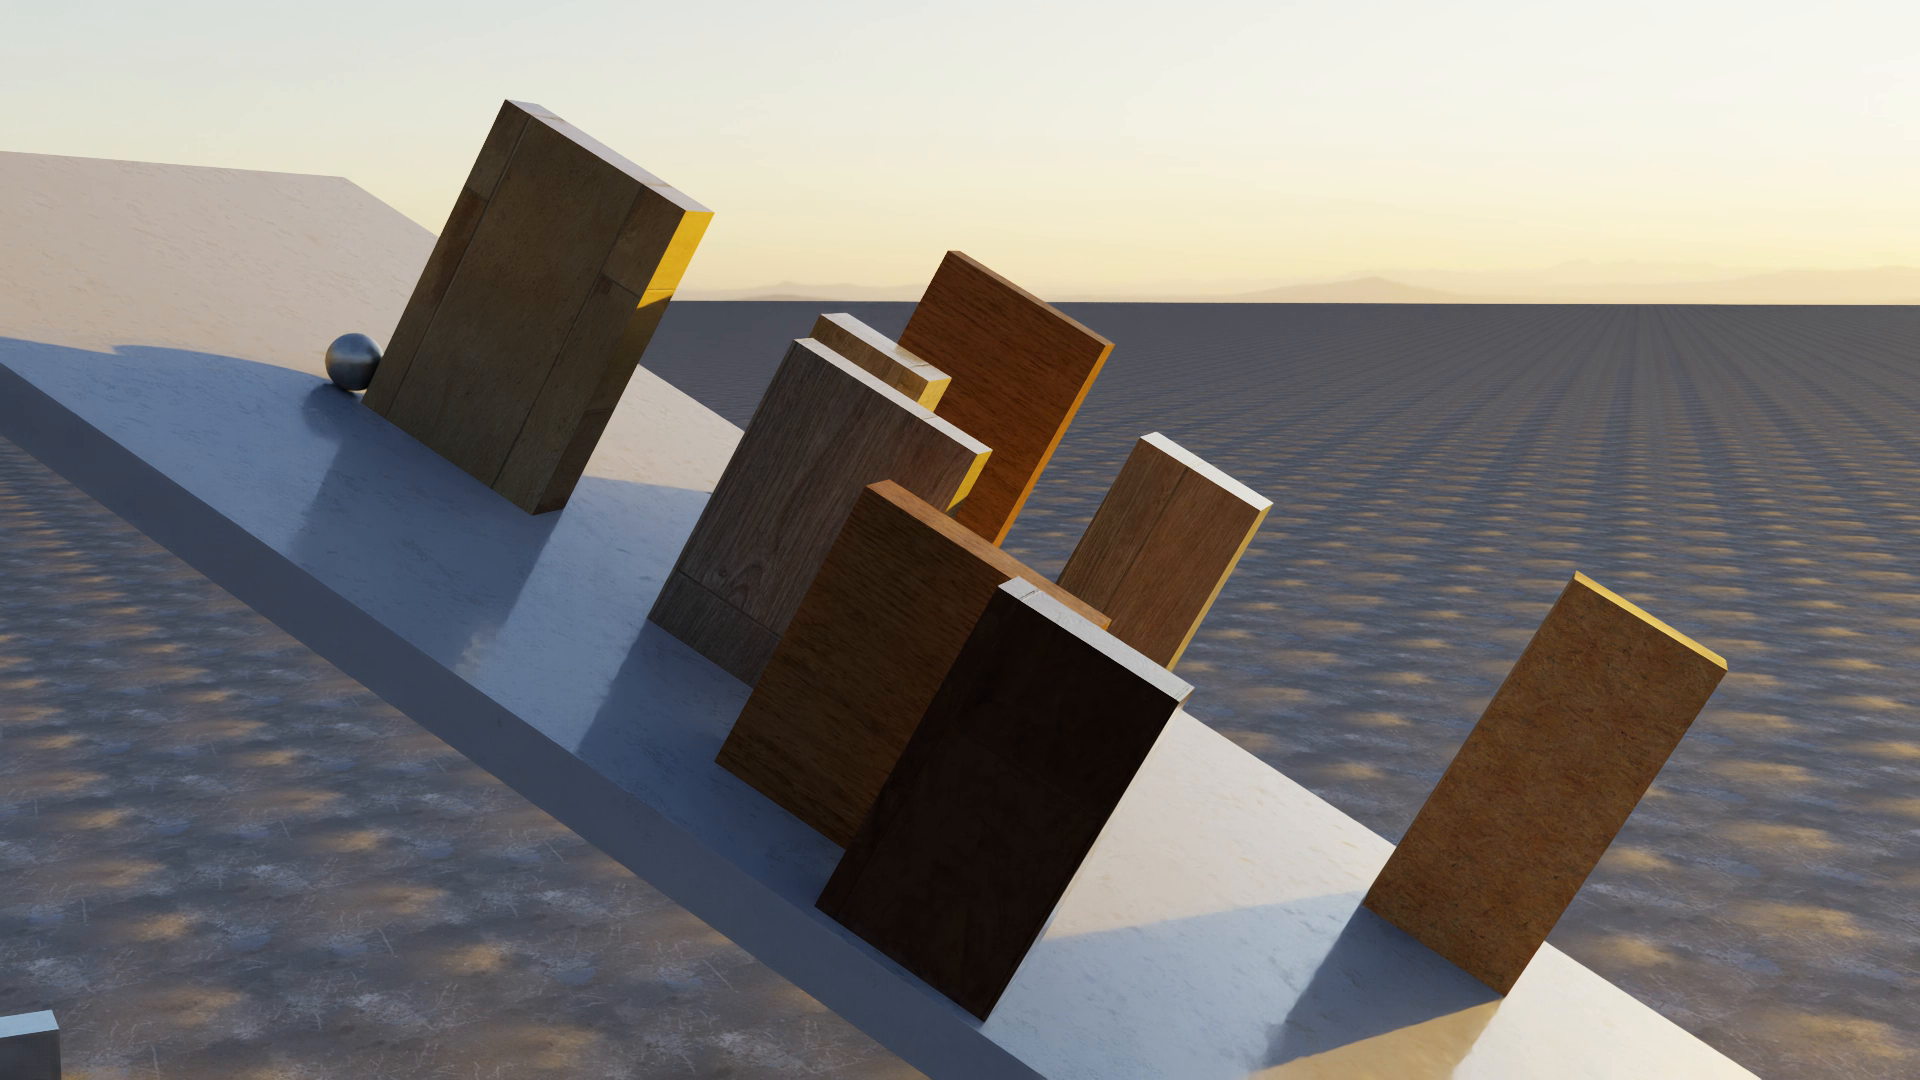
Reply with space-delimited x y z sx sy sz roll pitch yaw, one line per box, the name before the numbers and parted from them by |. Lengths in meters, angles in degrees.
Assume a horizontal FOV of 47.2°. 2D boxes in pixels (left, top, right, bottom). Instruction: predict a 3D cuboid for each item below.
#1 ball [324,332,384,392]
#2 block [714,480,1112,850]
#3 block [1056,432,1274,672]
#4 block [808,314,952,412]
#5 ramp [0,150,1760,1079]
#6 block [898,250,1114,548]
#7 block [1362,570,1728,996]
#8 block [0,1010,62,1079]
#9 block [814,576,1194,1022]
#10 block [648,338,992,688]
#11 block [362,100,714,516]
ball | -1.121 -0.330 4.077 0.108 0.108 0.108 0 7 0
block | -0.076 0.233 3.372 0.409 0.505 0.111 32 15 11
block | 0.335 0.121 4.338 0.270 0.606 0.149 32 15 11
block | -0.265 -0.137 4.197 0.244 0.538 0.142 32 15 11
ramp | -0.186 0.307 4.129 4.000 0.100 2.000 32 15 11
block | -0.004 -0.243 4.811 0.403 0.661 0.088 32 15 11
block | 1.142 0.480 4.324 0.327 0.776 0.125 32 15 11
block | -2.135 1.174 5.005 0.148 0.148 0.148 -4 8 -28
block | 0.059 0.365 3.101 0.294 0.547 0.107 32 15 11
block | -0.245 -0.008 3.757 0.371 0.559 0.089 32 15 11
block | -0.774 -0.421 4.006 0.400 0.628 0.126 32 15 11
